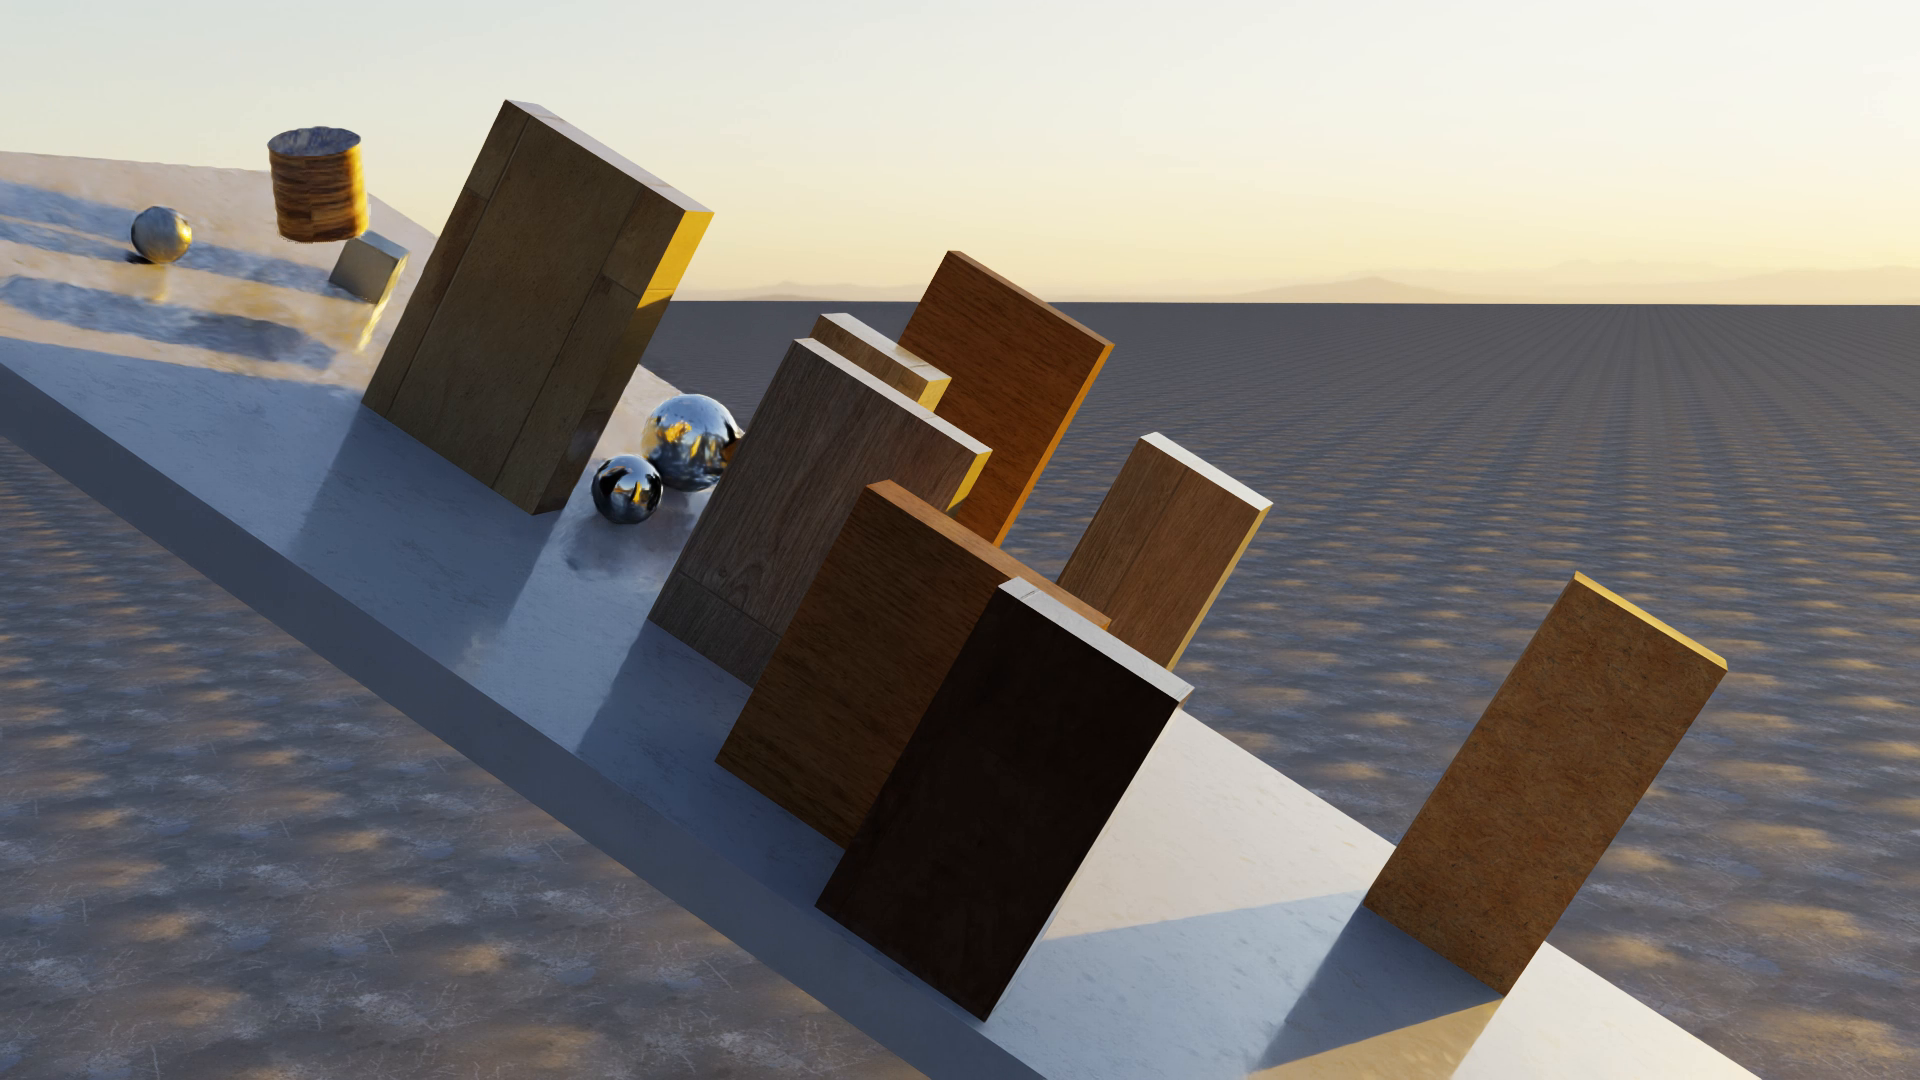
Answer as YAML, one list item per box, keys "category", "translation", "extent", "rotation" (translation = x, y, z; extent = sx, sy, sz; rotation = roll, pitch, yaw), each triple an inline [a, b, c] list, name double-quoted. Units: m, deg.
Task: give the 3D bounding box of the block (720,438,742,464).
- category: "block"
  translation: [-0.379, -0.140, 4.433]
  extent: [0.131, 0.131, 0.131]
  rotation: [-35, -27, -6]

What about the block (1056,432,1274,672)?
- category: "block"
  translation: [0.335, 0.121, 4.338]
  extent: [0.270, 0.606, 0.149]
  rotation: [32, 15, 11]

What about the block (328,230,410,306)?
- category: "block"
  translation: [-1.252, -0.581, 4.669]
  extent: [0.112, 0.112, 0.112]
  rotation: [27, 15, -8]

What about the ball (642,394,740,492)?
- category: "ball"
  translation: [-0.555, -0.200, 4.531]
  extent: [0.203, 0.203, 0.203]
  rotation: [0, 7, 0]

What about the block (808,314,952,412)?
- category: "block"
  translation: [-0.265, -0.137, 4.197]
  extent: [0.244, 0.538, 0.142]
  rotation: [32, 15, 11]

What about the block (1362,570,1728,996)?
- category: "block"
  translation: [1.142, 0.480, 4.324]
  extent: [0.327, 0.776, 0.125]
  rotation: [32, 15, 11]

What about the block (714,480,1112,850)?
- category: "block"
  translation: [-0.076, 0.233, 3.372]
  extent: [0.409, 0.505, 0.111]
  rotation: [32, 15, 11]

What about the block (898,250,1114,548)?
- category: "block"
  translation: [-0.004, -0.243, 4.811]
  extent: [0.403, 0.661, 0.088]
  rotation: [32, 15, 11]

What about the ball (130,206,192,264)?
- category: "ball"
  translation: [-1.514, -0.578, 4.167]
  extent: [0.108, 0.108, 0.108]
  rotation: [0, 7, 0]

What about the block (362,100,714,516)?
- category: "block"
  translation: [-0.774, -0.421, 4.006]
  extent: [0.400, 0.628, 0.126]
  rotation: [32, 15, 11]

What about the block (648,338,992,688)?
- category: "block"
  translation: [-0.245, -0.008, 3.757]
  extent: [0.371, 0.559, 0.089]
  rotation: [32, 15, 11]

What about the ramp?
- category: "ramp"
  translation: [-0.186, 0.307, 4.129]
  extent: [4.000, 0.100, 2.000]
  rotation: [32, 15, 11]

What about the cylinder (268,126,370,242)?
- category: "cylinder"
  translation: [-1.335, -0.741, 4.584]
  extent: [0.186, 0.186, 0.186]
  rotation: [1, 29, -1]

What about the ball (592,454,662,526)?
- category: "ball"
  translation: [-0.631, -0.095, 4.168]
  extent: [0.134, 0.134, 0.134]
  rotation: [0, 7, 0]

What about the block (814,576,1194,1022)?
- category: "block"
  translation: [0.059, 0.365, 3.101]
  extent: [0.294, 0.547, 0.107]
  rotation: [32, 15, 11]
